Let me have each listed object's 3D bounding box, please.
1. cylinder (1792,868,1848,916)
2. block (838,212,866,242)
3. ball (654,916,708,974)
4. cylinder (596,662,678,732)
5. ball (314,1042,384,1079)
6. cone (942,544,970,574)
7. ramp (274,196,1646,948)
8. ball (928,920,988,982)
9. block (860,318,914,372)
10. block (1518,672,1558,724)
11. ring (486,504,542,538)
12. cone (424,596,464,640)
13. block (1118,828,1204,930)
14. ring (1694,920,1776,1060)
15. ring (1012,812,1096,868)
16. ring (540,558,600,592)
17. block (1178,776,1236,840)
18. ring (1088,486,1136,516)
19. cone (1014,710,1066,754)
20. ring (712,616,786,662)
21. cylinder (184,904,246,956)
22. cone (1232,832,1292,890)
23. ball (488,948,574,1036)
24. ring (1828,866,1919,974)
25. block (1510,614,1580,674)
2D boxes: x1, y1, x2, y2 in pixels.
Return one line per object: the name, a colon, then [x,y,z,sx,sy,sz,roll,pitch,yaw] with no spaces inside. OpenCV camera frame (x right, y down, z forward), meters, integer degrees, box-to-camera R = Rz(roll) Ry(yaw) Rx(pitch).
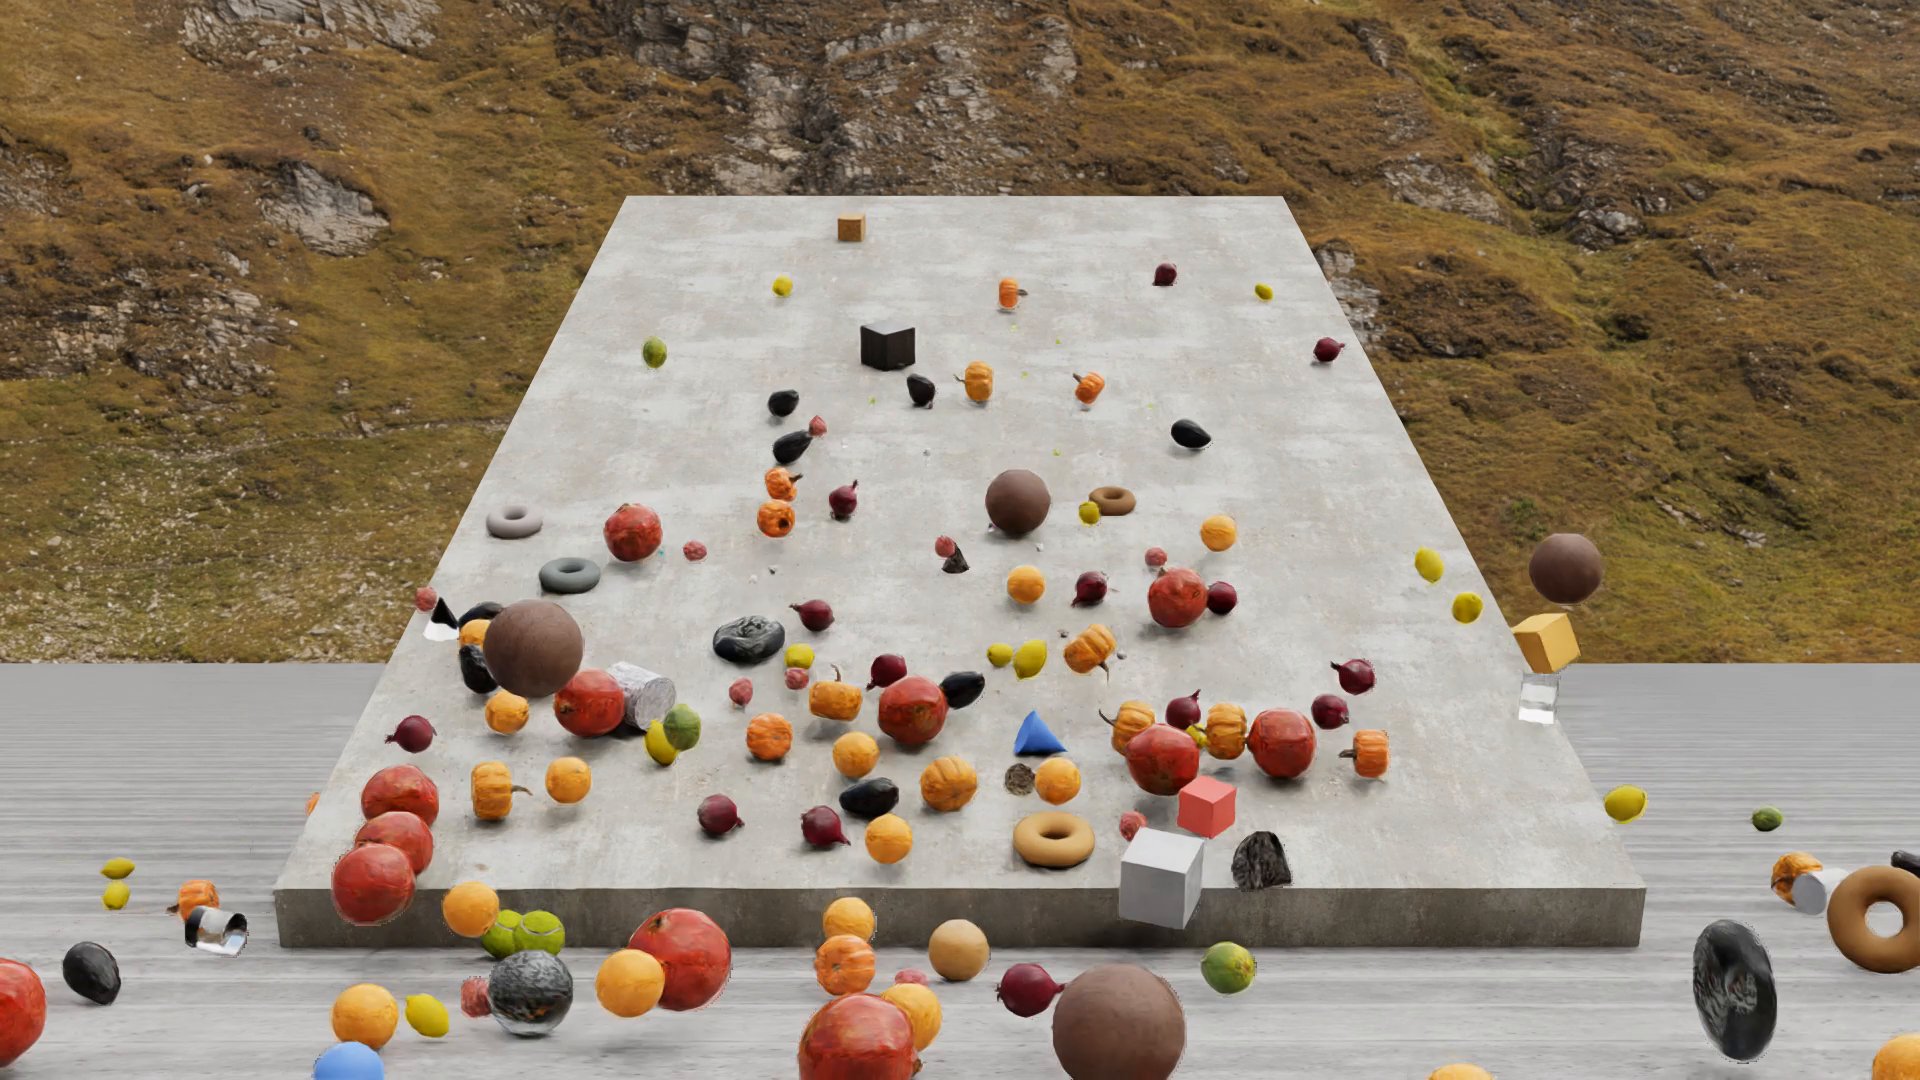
cylinder: [1.348,0.549,3.607,0.066,0.066,0.066,-4,0,-30]
block: [-0.309,-0.892,6.588,0.067,0.067,0.067,4,23,9]
ball: [-0.377,0.548,3.125,0.075,0.075,0.075,0,-3,0]
cylinder: [-0.535,0.259,3.824,0.094,0.094,0.094,17,8,37]
ball: [-0.574,0.504,2.170,0.065,0.065,0.065,0,-3,0]
cone: [-0.009,0.029,4.427,0.053,0.053,0.053,0,23,0]
ramp: [-0.007,-0.225,5.225,2.000,0.100,4.000,0,23,0]
ball: [-0.002,0.541,3.048,0.081,0.081,0.081,0,-3,0]
block: [-0.174,-0.468,5.553,0.093,0.093,0.093,-19,29,-37]
block: [0.961,0.263,3.837,0.056,0.056,0.056,7,-39,19]
ring: [-0.888,-0.038,4.600,0.112,0.037,0.112,2,26,-1]
cone: [-0.931,0.133,4.152,0.072,0.072,0.072,0,23,0]
block: [0.288,0.483,3.301,0.095,0.095,0.095,9,26,19]
ring: [0.793,0.461,2.369,0.048,0.143,0.143,-4,-3,-3]
ring: [0.141,0.447,3.454,0.125,0.042,0.125,1,23,-1]
ring: [-0.735,0.066,4.357,0.115,0.038,0.115,1,23,0]
block: [0.376,0.407,3.522,0.062,0.062,0.062,18,29,36]
ring: [0.311,-0.080,4.712,0.098,0.033,0.098,1,27,-1]
cone: [0.139,0.327,3.747,0.077,0.077,0.077,25,-8,-10]
ring: [-0.373,0.175,4.085,0.131,0.044,0.131,-5,24,2]
cylinder: [-1.039,0.545,3.225,0.060,0.060,0.060,13,0,12]
cone: [0.457,0.480,3.348,0.090,0.090,0.090,-3,-28,46]
ball: [-0.485,0.511,2.609,0.096,0.096,0.096,0,-3,0]
ring: [1.255,0.515,3.137,0.146,0.146,0.049,-1,-15,17]
block: [1.129,0.201,4.474,0.087,0.087,0.087,-27,10,-32]
